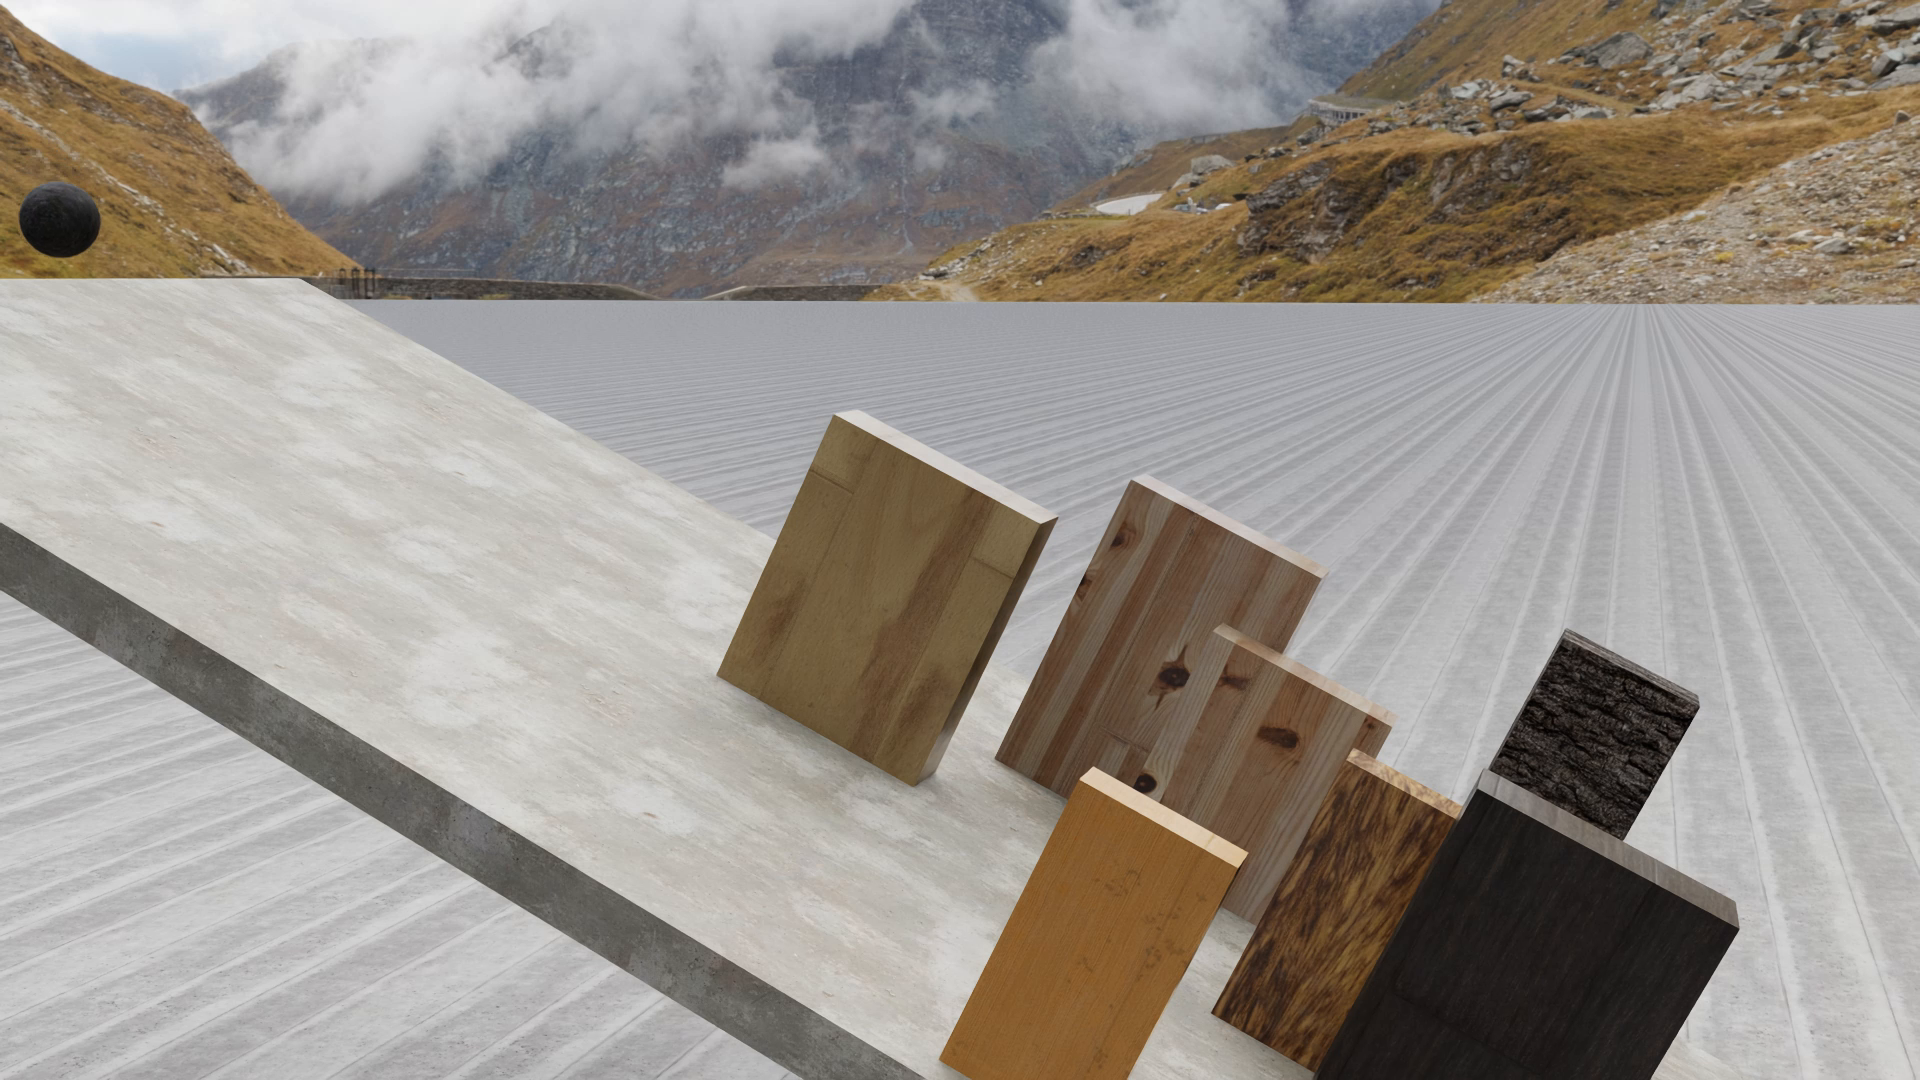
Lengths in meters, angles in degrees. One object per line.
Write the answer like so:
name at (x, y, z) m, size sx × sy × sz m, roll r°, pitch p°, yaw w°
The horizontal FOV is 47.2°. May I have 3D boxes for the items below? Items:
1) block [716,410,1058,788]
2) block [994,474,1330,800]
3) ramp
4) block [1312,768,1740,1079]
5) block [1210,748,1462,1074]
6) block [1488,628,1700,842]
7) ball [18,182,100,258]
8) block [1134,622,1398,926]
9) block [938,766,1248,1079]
block at (-0.141, 0.107, 4.158) m, size 0.441 × 0.560 × 0.135 m, roll 28°, pitch 14°, yaw 12°
block at (0.401, 0.251, 4.406) m, size 0.418 × 0.641 × 0.131 m, roll 28°, pitch 14°, yaw 12°
ramp at (-0.253, 0.428, 4.164) m, size 4.000 × 0.100 × 2.000 m, roll 28°, pitch 14°, yaw 12°
block at (0.808, 0.734, 3.283) m, size 0.406 × 0.657 × 0.143 m, roll 28°, pitch 14°, yaw 12°
block at (0.730, 0.677, 3.685) m, size 0.427 × 0.504 × 0.100 m, roll 28°, pitch 14°, yaw 12°
block at (1.254, 0.564, 4.652) m, size 0.302 × 0.685 × 0.135 m, roll 28°, pitch 14°, yaw 12°
ball at (-1.787, -0.636, 4.366) m, size 0.150 × 0.150 × 0.150 m, roll 0°, pitch 7°, yaw 0°
block at (0.563, 0.463, 4.258) m, size 0.380 × 0.473 × 0.112 m, roll 28°, pitch 14°, yaw 12°
block at (0.186, 0.591, 3.113) m, size 0.248 × 0.471 × 0.084 m, roll 28°, pitch 14°, yaw 12°
